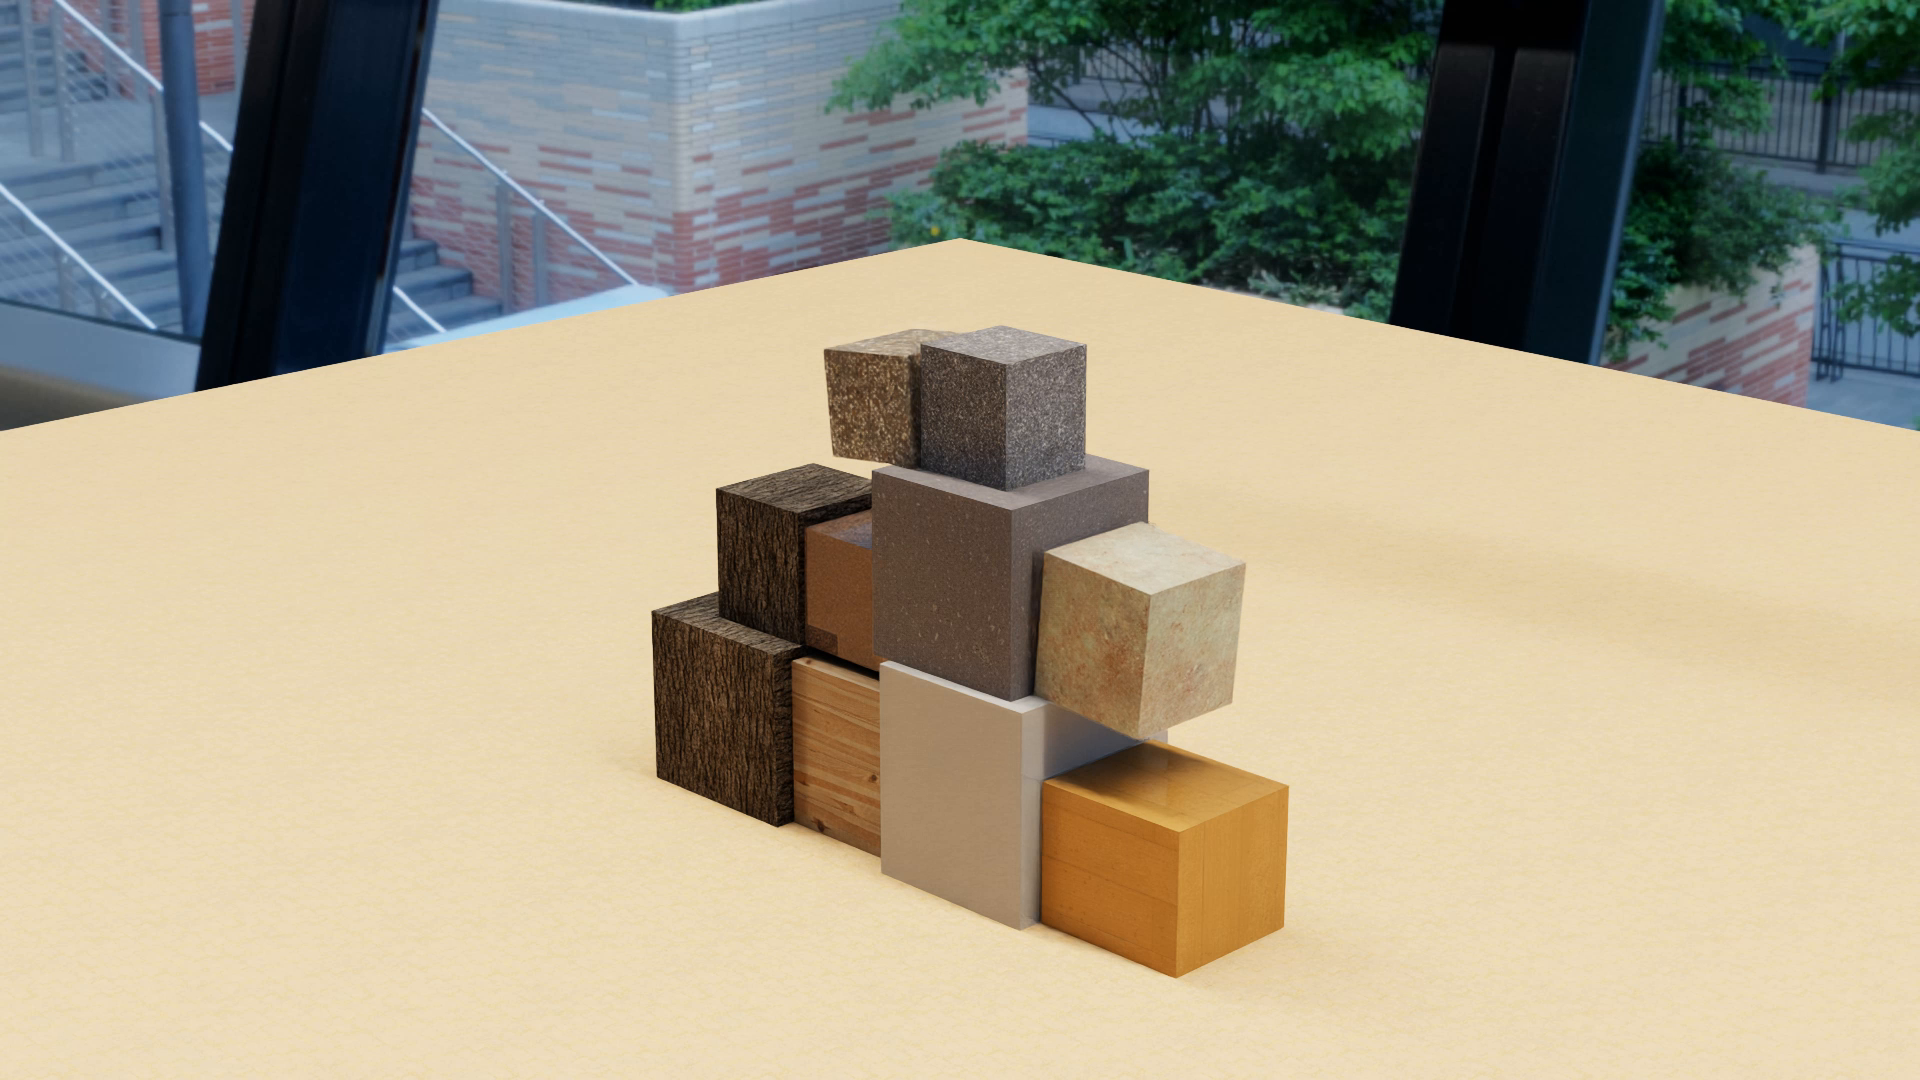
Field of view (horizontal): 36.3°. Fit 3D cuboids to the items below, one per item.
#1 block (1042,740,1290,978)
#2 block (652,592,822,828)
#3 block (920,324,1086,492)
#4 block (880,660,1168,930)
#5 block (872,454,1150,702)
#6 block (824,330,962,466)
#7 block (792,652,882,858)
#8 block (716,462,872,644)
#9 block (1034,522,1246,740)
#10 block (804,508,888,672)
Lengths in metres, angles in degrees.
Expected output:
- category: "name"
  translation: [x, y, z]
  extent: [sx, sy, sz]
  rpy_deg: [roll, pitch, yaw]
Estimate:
- category: "block"
  translation: [0.894, 1.379, 12.835]
  extent: [0.725, 0.672, 0.784]
  rpy_deg: [-17, 24, -42]
- category: "block"
  translation: [-0.857, 0.759, 14.472]
  extent: [0.944, 0.875, 0.902]
  rpy_deg: [-17, 24, -42]
- category: "block"
  translation: [0.192, -0.590, 12.967]
  extent: [0.509, 0.568, 0.526]
  rpy_deg: [-17, 24, -42]
- category: "block"
  translation: [0.291, 1.035, 13.348]
  extent: [0.964, 1.022, 0.885]
  rpy_deg: [-17, 24, -42]
- category: "block"
  translation: [0.224, 0.103, 13.159]
  extent: [0.881, 0.869, 0.867]
  rpy_deg: [-17, 24, -42]
- category: "block"
  translation: [-0.218, -0.654, 13.344]
  extent: [0.566, 0.497, 0.517]
  rpy_deg: [-17, 18, -42]
- category: "block"
  translation: [-0.280, 0.958, 13.926]
  extent: [0.736, 0.821, 0.715]
  rpy_deg: [-17, 24, -42]
- category: "block"
  translation: [-0.741, 0.058, 14.159]
  extent: [0.631, 0.650, 0.584]
  rpy_deg: [-17, 24, -42]
- category: "block"
  translation: [0.775, 0.381, 12.675]
  extent: [0.618, 0.663, 0.608]
  rpy_deg: [-17, 29, -42]
- category: "block"
  translation: [-0.323, 0.233, 13.738]
  extent: [0.527, 0.580, 0.620]
  rpy_deg: [-17, 25, -42]
